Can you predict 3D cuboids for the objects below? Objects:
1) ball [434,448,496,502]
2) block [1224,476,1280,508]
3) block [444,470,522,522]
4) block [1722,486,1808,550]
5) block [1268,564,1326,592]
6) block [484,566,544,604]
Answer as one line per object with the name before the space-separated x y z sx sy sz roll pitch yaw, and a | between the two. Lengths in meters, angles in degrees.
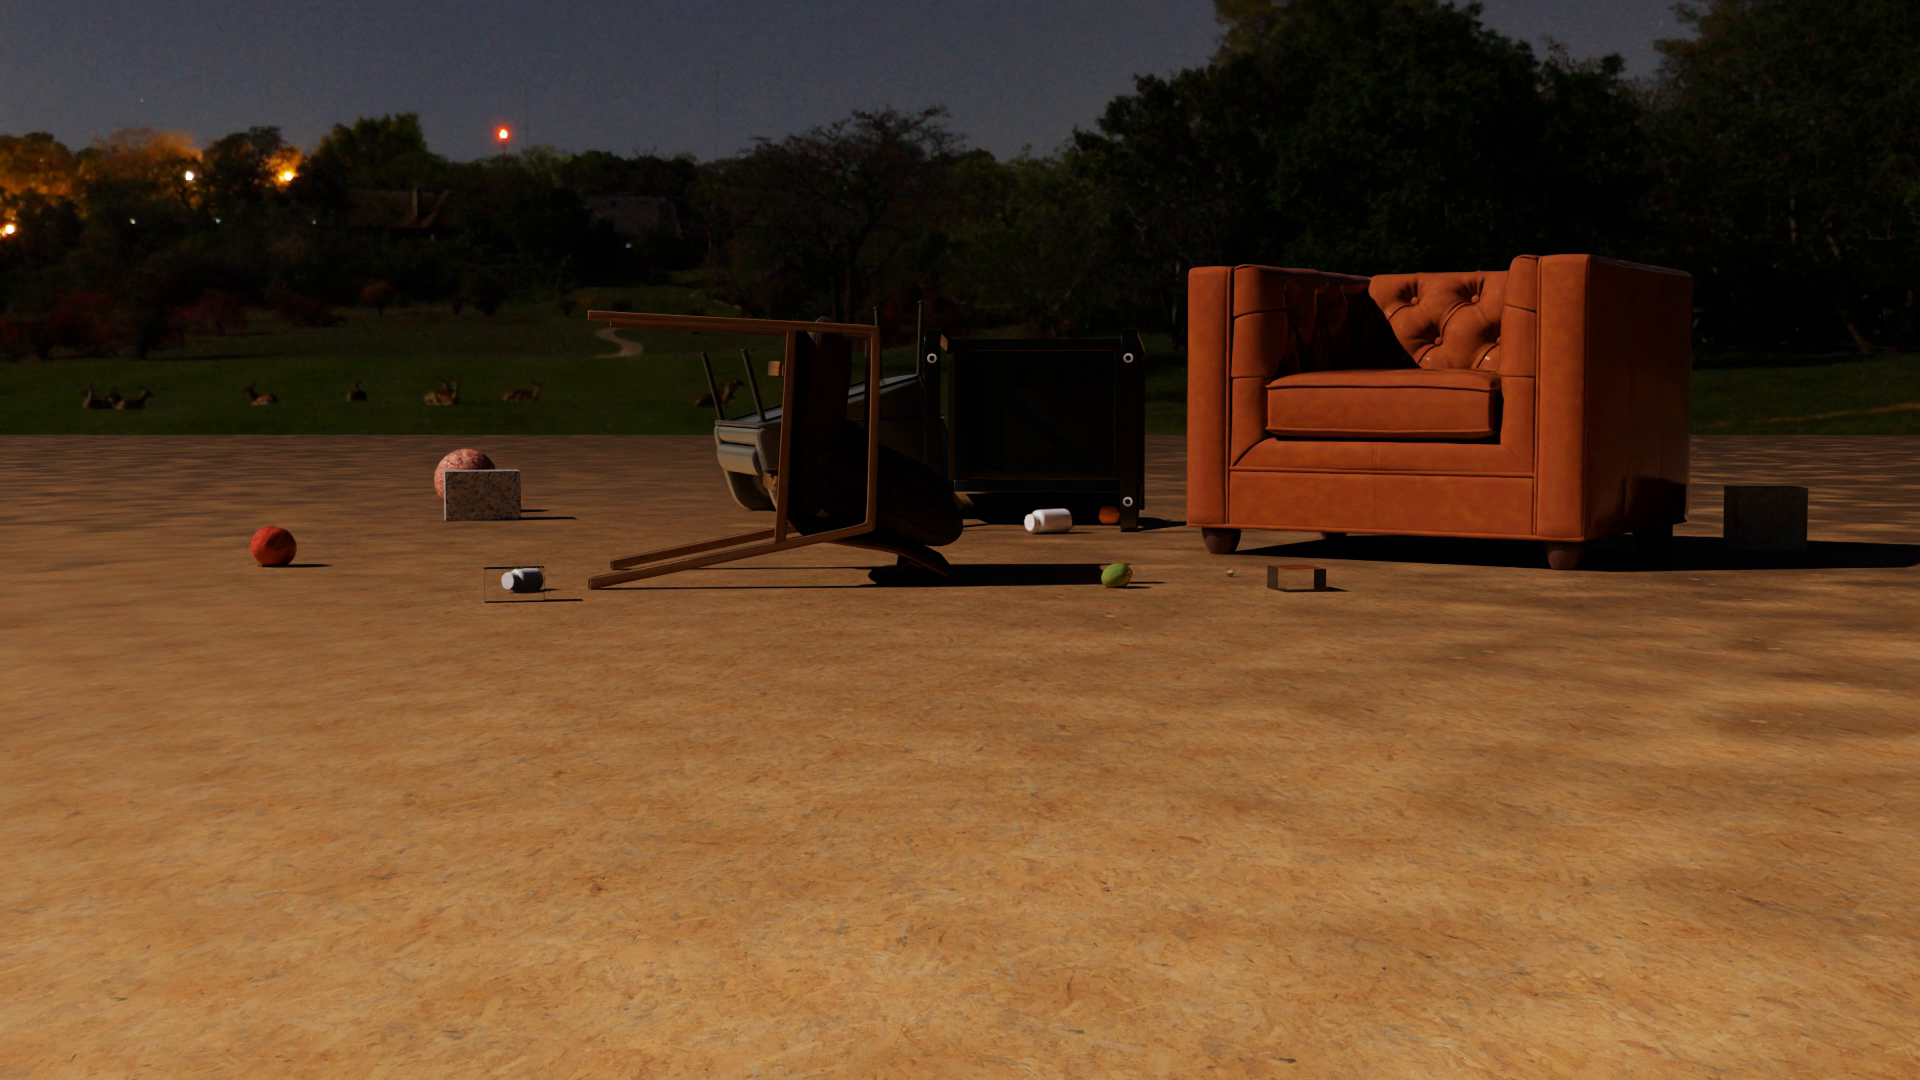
ball | -1.812 -0.220 8.071 0.230 0.230 0.230 0 4 0
block | 1.110 -0.182 8.362 0.197 0.114 0.161 0 4 1
block | -1.649 -0.156 7.587 0.252 0.168 0.172 -1 4 -15
block | 2.264 -0.062 6.183 0.191 0.174 0.130 0 4 2
block | 0.753 0.086 4.920 0.093 0.051 0.120 -1 4 -13
block | -0.943 0.094 4.656 0.124 0.071 0.058 -1 4 -12
